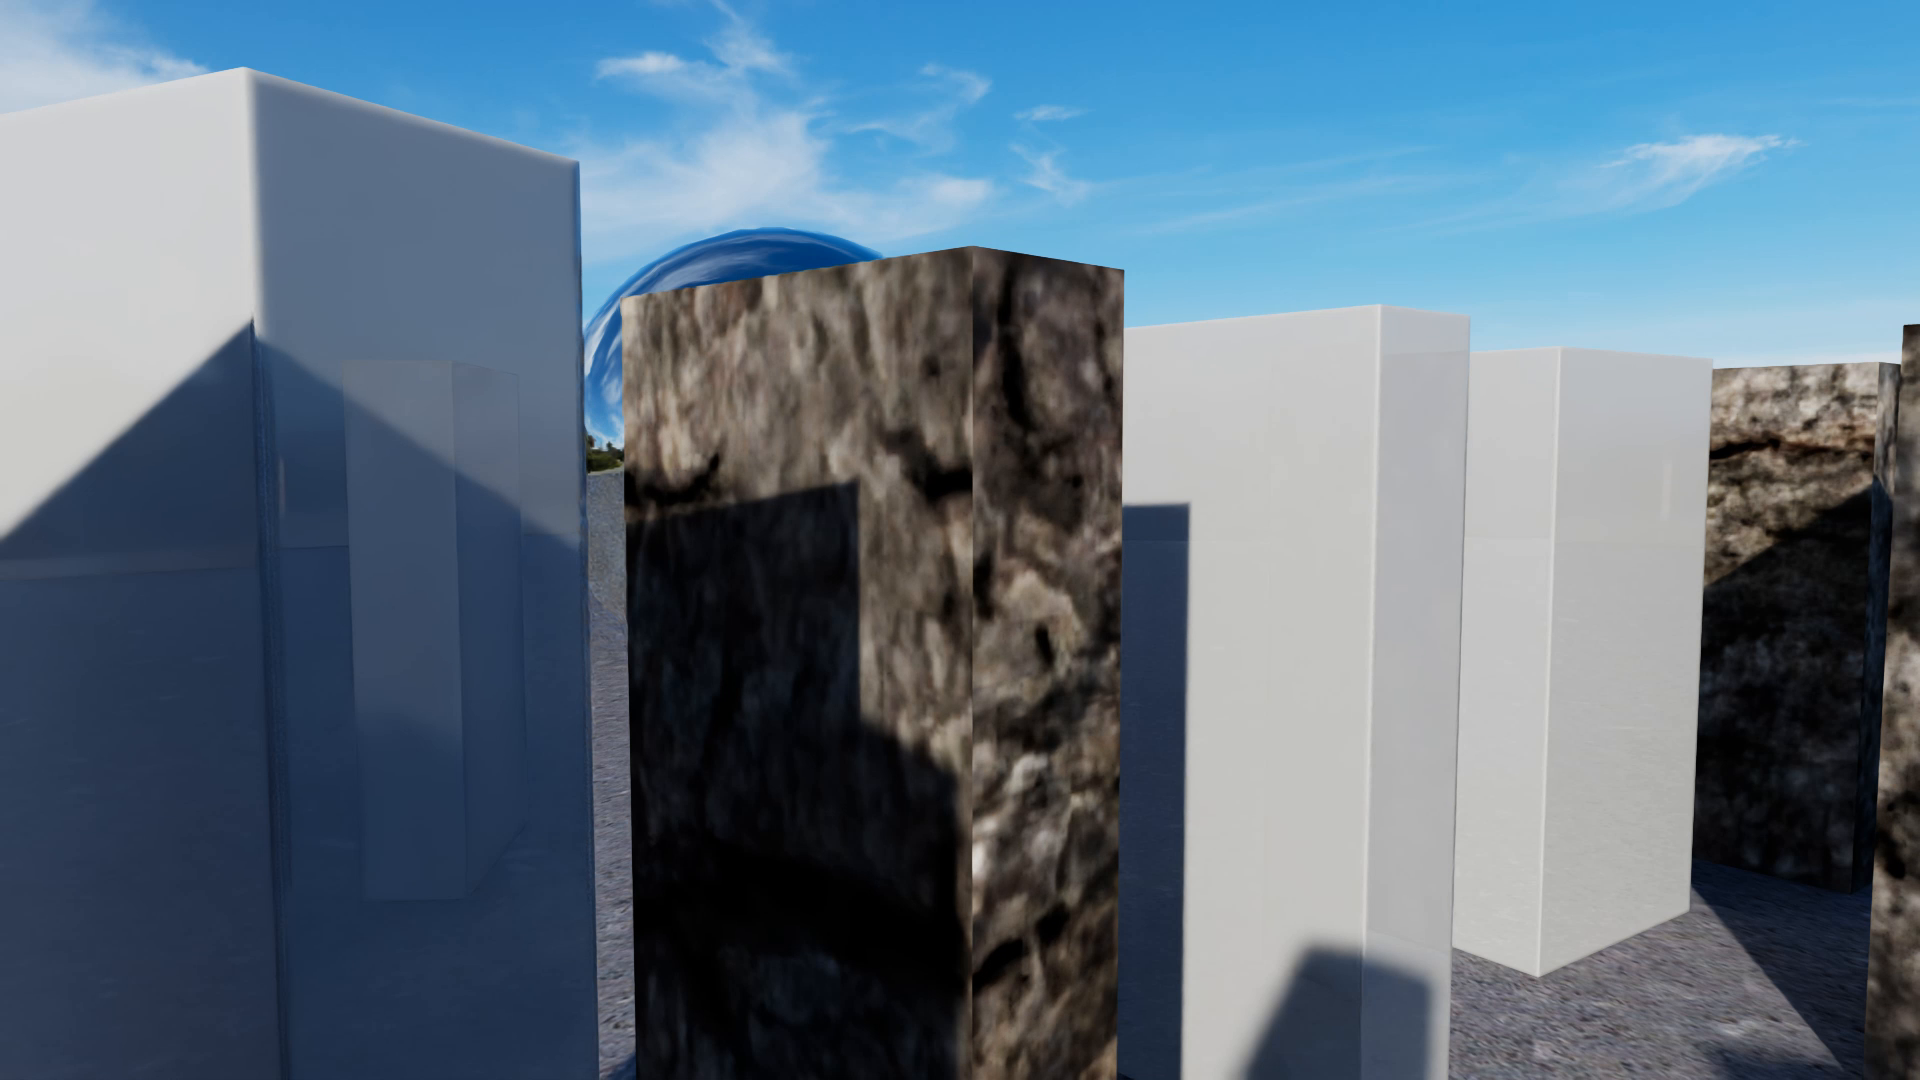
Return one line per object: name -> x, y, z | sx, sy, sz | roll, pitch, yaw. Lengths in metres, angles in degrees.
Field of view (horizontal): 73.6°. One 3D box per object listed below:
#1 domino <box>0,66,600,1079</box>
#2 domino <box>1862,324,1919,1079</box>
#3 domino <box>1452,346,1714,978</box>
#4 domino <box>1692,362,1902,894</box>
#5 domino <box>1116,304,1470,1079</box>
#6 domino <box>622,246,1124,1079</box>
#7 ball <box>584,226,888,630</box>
domino -> -0.023, 0.015, 0.037 | 0.025, 0.050, 0.009 | 2, 5, 26
domino -> 0.072, 0.011, 0.087 | 0.025, 0.050, 0.009 | -3, 5, -36
domino -> 0.054, 0.009, 0.112 | 0.025, 0.050, 0.009 | -3, 5, -35
domino -> 0.080, 0.008, 0.132 | 0.009, 0.050, 0.025 | -3, 5, -38
domino -> 0.018, 0.011, 0.084 | 0.010, 0.050, 0.025 | -4, 6, -40
domino -> -0.005, 0.013, 0.063 | 0.025, 0.050, 0.009 | 4, 6, 44
ball -> -0.032, -0.015, 0.228 | 0.080, 0.080, 0.080 | 0, 4, 0
